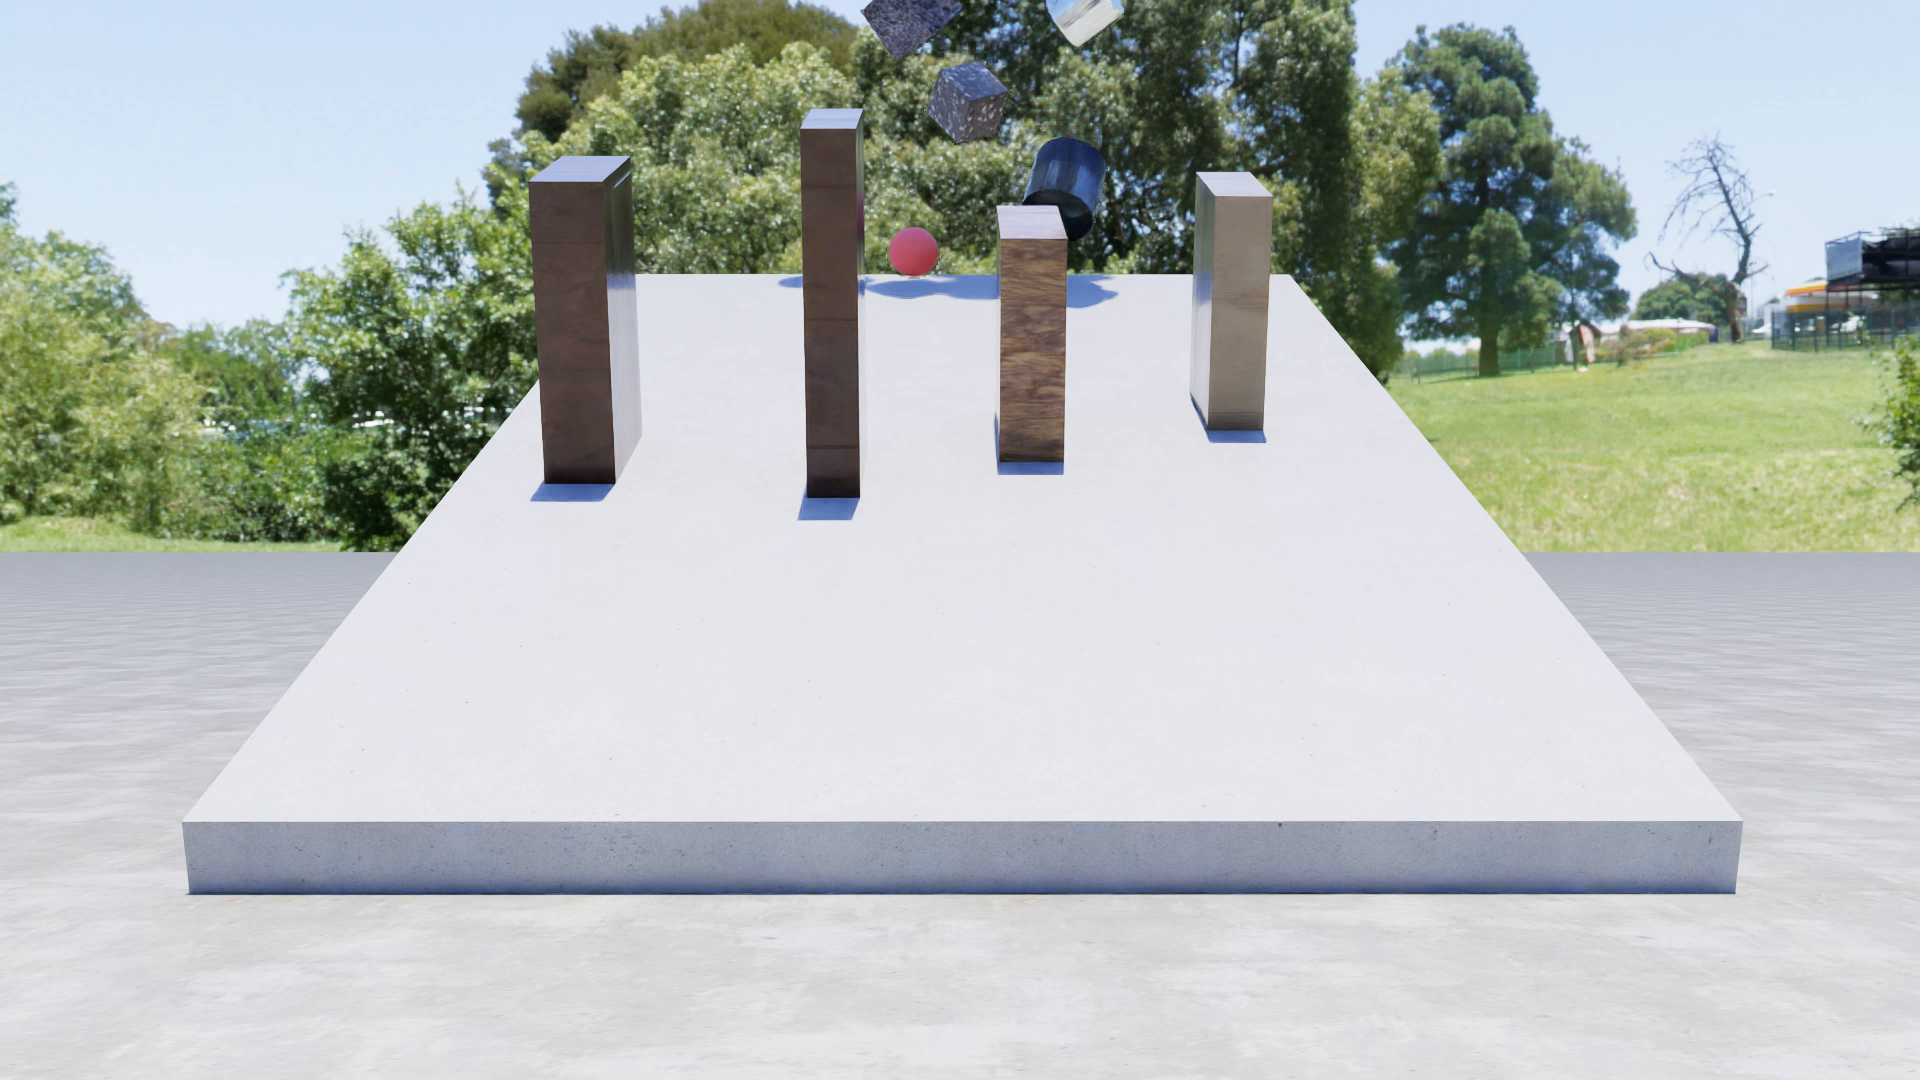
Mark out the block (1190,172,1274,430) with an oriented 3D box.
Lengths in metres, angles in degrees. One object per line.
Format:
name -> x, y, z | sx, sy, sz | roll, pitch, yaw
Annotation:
block -> 0.598, -0.537, 4.931 | 0.122, 0.508, 0.385 | 0, 17, 0

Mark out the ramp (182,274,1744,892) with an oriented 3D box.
ramp -> -0.003, -0.171, 4.771 | 2.000, 0.100, 4.000 | 0, 17, 0

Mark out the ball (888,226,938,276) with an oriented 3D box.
ball -> -0.135, -0.838, 6.451 | 0.144, 0.144, 0.144 | 0, 0, 0

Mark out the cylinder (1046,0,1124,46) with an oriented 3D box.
cylinder -> 0.354, -1.511, 6.288 | 0.160, 0.160, 0.160 | -33, -13, 20

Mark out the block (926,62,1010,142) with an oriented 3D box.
block -> 0.024, -1.312, 6.647 | 0.154, 0.154, 0.154 | -22, 57, -35

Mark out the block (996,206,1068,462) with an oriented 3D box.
block -> 0.147, -0.446, 4.710 | 0.133, 0.461, 0.449 | 0, 17, 0

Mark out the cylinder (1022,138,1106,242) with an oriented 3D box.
cylinder -> 0.299, -1.005, 6.375 | 0.210, 0.210, 0.210 | 10, -35, 8

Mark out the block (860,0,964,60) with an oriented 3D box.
block -> -0.137, -1.527, 6.394 | 0.174, 0.174, 0.174 | -21, 21, 49

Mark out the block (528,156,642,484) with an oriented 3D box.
block -> -0.753, -0.454, 4.499 | 0.141, 0.597, 0.392 | 0, 17, 0

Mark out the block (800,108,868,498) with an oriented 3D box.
block -> -0.245, -0.472, 4.367 | 0.103, 0.708, 0.353 | 0, 17, 0
